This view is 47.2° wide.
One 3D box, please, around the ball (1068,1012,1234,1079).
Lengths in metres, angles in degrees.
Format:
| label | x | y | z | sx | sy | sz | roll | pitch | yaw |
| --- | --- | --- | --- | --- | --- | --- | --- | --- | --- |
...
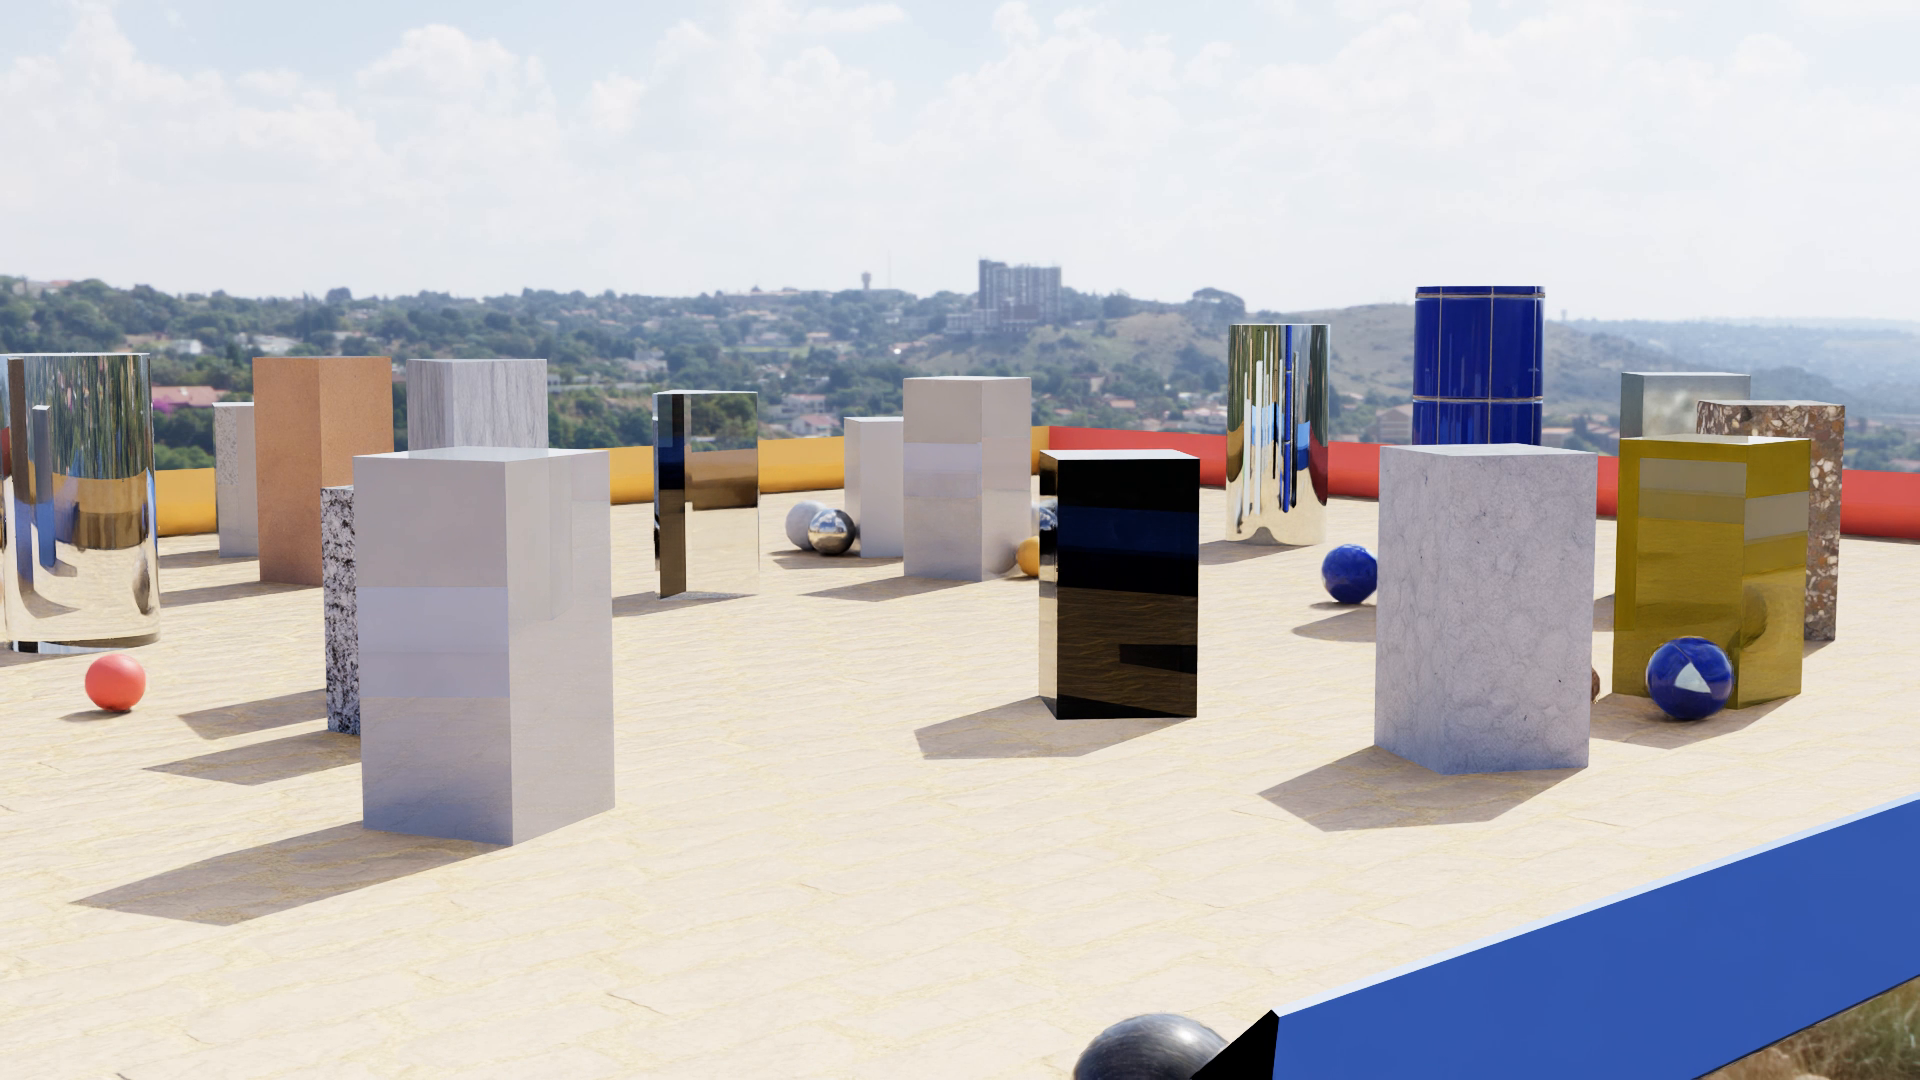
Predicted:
| label | x | y | z | sx | sy | sz | roll | pitch | yaw |
| --- | --- | --- | --- | --- | --- | --- | --- | --- | --- |
| ball | 0.100 | 0.284 | 1.091 | 0.096 | 0.096 | 0.096 | 0 | 6 | 0 |

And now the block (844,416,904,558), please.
| label | x | y | z | sx | sy | sz | roll | pitch | yaw |
| --- | --- | --- | --- | --- | --- | --- | --- | --- | --- |
| block | -0.122 | -0.100 | 4.034 | 0.155 | 0.245 | 0.155 | -1 | 6 | -14 |

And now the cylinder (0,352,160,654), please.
| label | x | y | z | sx | sy | sz | roll | pitch | yaw |
| --- | --- | --- | --- | --- | --- | --- | --- | --- | --- |
| cylinder | -1.174 | -0.054 | 2.929 | 0.194 | 0.385 | 0.194 | 0 | 6 | 0 |

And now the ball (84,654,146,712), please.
| label | x | y | z | sx | sy | sz | roll | pitch | yaw |
| --- | --- | --- | --- | --- | --- | --- | --- | --- | --- |
| ball | -0.937 | 0.158 | 2.440 | 0.064 | 0.064 | 0.064 | 0 | 6 | 0 |

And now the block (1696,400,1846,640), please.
| label | x | y | z | sx | sy | sz | roll | pitch | yaw |
| --- | --- | --- | --- | --- | --- | --- | --- | --- | --- |
| block | 1.109 | -0.031 | 3.031 | 0.155 | 0.317 | 0.155 | 1 | 6 | 5 |

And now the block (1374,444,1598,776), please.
| label | x | y | z | sx | sy | sz | roll | pitch | yaw |
| --- | --- | --- | --- | --- | --- | --- | --- | --- | --- |
| block | 0.519 | 0.063 | 2.185 | 0.155 | 0.307 | 0.155 | -2 | 6 | -14 |

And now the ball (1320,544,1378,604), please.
| label | x | y | z | sx | sy | sz | roll | pitch | yaw |
| --- | --- | --- | --- | --- | --- | --- | --- | --- | --- |
| ball | 0.592 | 0.051 | 3.333 | 0.092 | 0.092 | 0.092 | 0 | 6 | 0 |

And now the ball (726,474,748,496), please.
| label | x | y | z | sx | sy | sz | roll | pitch | yaw |
| --- | --- | --- | --- | --- | --- | --- | --- | --- | --- |
| ball | -0.530 | -0.129 | 5.233 | 0.053 | 0.053 | 0.053 | 0 | 6 | 0 |

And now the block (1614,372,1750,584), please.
| label | x | y | z | sx | sy | sz | roll | pitch | yaw |
| --- | --- | --- | --- | --- | --- | --- | --- | --- | --- |
| block | 1.101 | -0.080 | 3.360 | 0.155 | 0.347 | 0.155 | 0 | 6 | 5 |

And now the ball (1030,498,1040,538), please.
| label | x | y | z | sx | sy | sz | roll | pitch | yaw |
| --- | --- | --- | --- | --- | --- | --- | --- | --- | --- |
| ball | 0.120 | -0.038 | 4.210 | 0.087 | 0.087 | 0.087 | 0 | 6 | 0 |

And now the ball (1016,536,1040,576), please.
| label | x | y | z | sx | sy | sz | roll | pitch | yaw |
| --- | --- | --- | --- | --- | --- | --- | --- | --- | --- |
| ball | 0.128 | 0.028 | 3.670 | 0.067 | 0.067 | 0.067 | 0 | 6 | 0 |

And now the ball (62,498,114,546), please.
| label | x | y | z | sx | sy | sz | roll | pitch | yaw |
| --- | --- | --- | --- | --- | --- | --- | --- | --- | --- |
| ball | -1.648 | -0.035 | 4.160 | 0.091 | 0.091 | 0.091 | 0 | 6 | 0 |

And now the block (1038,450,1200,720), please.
| label | x | y | z | sx | sy | sz | roll | pitch | yaw |
| --- | --- | --- | --- | --- | --- | --- | --- | --- | --- |
| block | 0.175 | 0.046 | 2.461 | 0.155 | 0.284 | 0.155 | -1 | 6 | -5 |

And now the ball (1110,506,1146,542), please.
| label | x | y | z | sx | sy | sz | roll | pitch | yaw |
| --- | --- | --- | --- | --- | --- | --- | --- | --- | --- |
| ball | 0.322 | -0.032 | 4.231 | 0.069 | 0.069 | 0.069 | 0 | 6 | 0 |

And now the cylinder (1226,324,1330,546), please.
| label | x | y | z | sx | sy | sz | roll | pitch | yaw |
| --- | --- | --- | --- | --- | --- | --- | --- | --- | --- |
| cylinder | 0.609 | -0.205 | 4.219 | 0.194 | 0.416 | 0.194 | 0 | 6 | 0 |

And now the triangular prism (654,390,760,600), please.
| label | x | y | z | sx | sy | sz | roll | pitch | yaw |
| --- | --- | --- | --- | --- | --- | --- | --- | --- | --- |
| triangular prism | -0.420 | -0.075 | 3.453 | 0.168 | 0.316 | 0.145 | -3 | 7 | -26 |

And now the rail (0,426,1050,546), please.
| label | x | y | z | sx | sy | sz | roll | pitch | yaw |
| --- | --- | --- | --- | --- | --- | --- | --- | --- | --- |
| rail | -1.216 | -0.105 | 4.643 | 4.016 | 0.126 | 0.045 | -6 | 8 | -42 |

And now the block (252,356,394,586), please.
| label | x | y | z | sx | sy | sz | roll | pitch | yaw |
| --- | --- | --- | --- | --- | --- | --- | --- | --- | --- |
| block | -1.045 | -0.118 | 3.623 | 0.155 | 0.366 | 0.155 | 4 | 7 | 32 |

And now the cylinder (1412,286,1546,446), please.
| label | x | y | z | sx | sy | sz | roll | pitch | yaw |
| --- | --- | --- | --- | --- | --- | --- | --- | --- | --- |
| cylinder | 0.792 | -0.148 | 3.374 | 0.194 | 0.479 | 0.194 | 0 | 6 | 0 |

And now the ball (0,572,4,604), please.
| label | x | y | z | sx | sy | sz | roll | pitch | yaw |
| --- | --- | --- | --- | --- | --- | --- | --- | --- | --- |
| ball | -1.417 | 0.069 | 3.145 | 0.096 | 0.096 | 0.096 | 0 | 6 | 0 |

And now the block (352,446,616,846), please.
| label | x | y | z | sx | sy | sz | roll | pitch | yaw |
| --- | --- | --- | --- | --- | --- | --- | --- | --- | --- |
| block | -0.411 | 0.085 | 1.915 | 0.155 | 0.321 | 0.155 | 3 | 7 | 24 |

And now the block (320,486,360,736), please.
| label | x | y | z | sx | sy | sz | roll | pitch | yaw |
| --- | --- | --- | --- | --- | --- | --- | --- | --- | --- |
| block | -0.564 | 0.071 | 2.343 | 0.155 | 0.258 | 0.155 | 3 | 7 | 30 |

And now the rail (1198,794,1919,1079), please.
| label | x | y | z | sx | sy | sz | roll | pitch | yaw |
| --- | --- | --- | --- | --- | --- | --- | --- | --- | --- |
| rail | 1.216 | 0.170 | 2.021 | 4.016 | 0.126 | 0.045 | -6 | 8 | -42 |

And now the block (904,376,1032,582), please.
| label | x | y | z | sx | sy | sz | roll | pitch | yaw |
| --- | --- | --- | --- | --- | --- | --- | --- | --- | --- |
| block | 0.013 | -0.106 | 3.689 | 0.155 | 0.330 | 0.155 | 4 | 7 | 33 |

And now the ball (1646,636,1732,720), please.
| label | x | y | z | sx | sy | sz | roll | pitch | yaw |
| --- | --- | --- | --- | --- | --- | --- | --- | --- | --- |
| ball | 0.793 | 0.150 | 2.393 | 0.090 | 0.090 | 0.090 | 0 | 6 | 0 |

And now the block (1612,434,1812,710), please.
| label | x | y | z | sx | sy | sz | roll | pitch | yaw |
| --- | --- | --- | --- | --- | --- | --- | --- | --- | --- |
| block | 0.869 | 0.031 | 2.544 | 0.155 | 0.296 | 0.155 | -6 | 8 | -44 |

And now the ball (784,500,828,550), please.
| label | x | y | z | sx | sy | sz | roll | pitch | yaw |
| --- | --- | --- | --- | --- | --- | --- | --- | --- | --- |
| ball | -0.277 | -0.027 | 4.067 | 0.093 | 0.093 | 0.093 | 0 | 6 | 0 |

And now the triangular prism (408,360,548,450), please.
| label | x | y | z | sx | sy | sz | roll | pitch | yaw |
| --- | --- | --- | --- | --- | --- | --- | --- | --- | --- |
| triangular prism | -0.608 | -0.025 | 2.655 | 0.145 | 0.384 | 0.168 | 4 | 7 | 31 |

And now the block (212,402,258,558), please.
| label | x | y | z | sx | sy | sz | roll | pitch | yaw |
| --- | --- | --- | --- | --- | --- | --- | --- | --- | --- |
| block | -1.284 | -0.113 | 4.034 | 0.155 | 0.272 | 0.155 | -2 | 6 | -20 |

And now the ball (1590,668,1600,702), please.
| label | x | y | z | sx | sy | sz | roll | pitch | yaw |
| --- | --- | --- | --- | --- | --- | --- | --- | --- | --- |
| ball | 0.693 | 0.162 | 2.471 | 0.051 | 0.051 | 0.051 | 0 | 6 | 0 |

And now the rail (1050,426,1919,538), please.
| label | x | y | z | sx | sy | sz | roll | pitch | yaw |
| --- | --- | --- | --- | --- | --- | --- | --- | --- | --- |
| rail | 1.458 | -0.108 | 4.670 | 0.045 | 0.126 | 3.634 | -6 | 8 | -42 |

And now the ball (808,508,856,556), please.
| label | x | y | z | sx | sy | sz | roll | pitch | yaw |
| --- | --- | --- | --- | --- | --- | --- | --- | --- | --- |
| ball | -0.232 | -0.015 | 3.985 | 0.086 | 0.086 | 0.086 | 0 | 6 | 0 |
